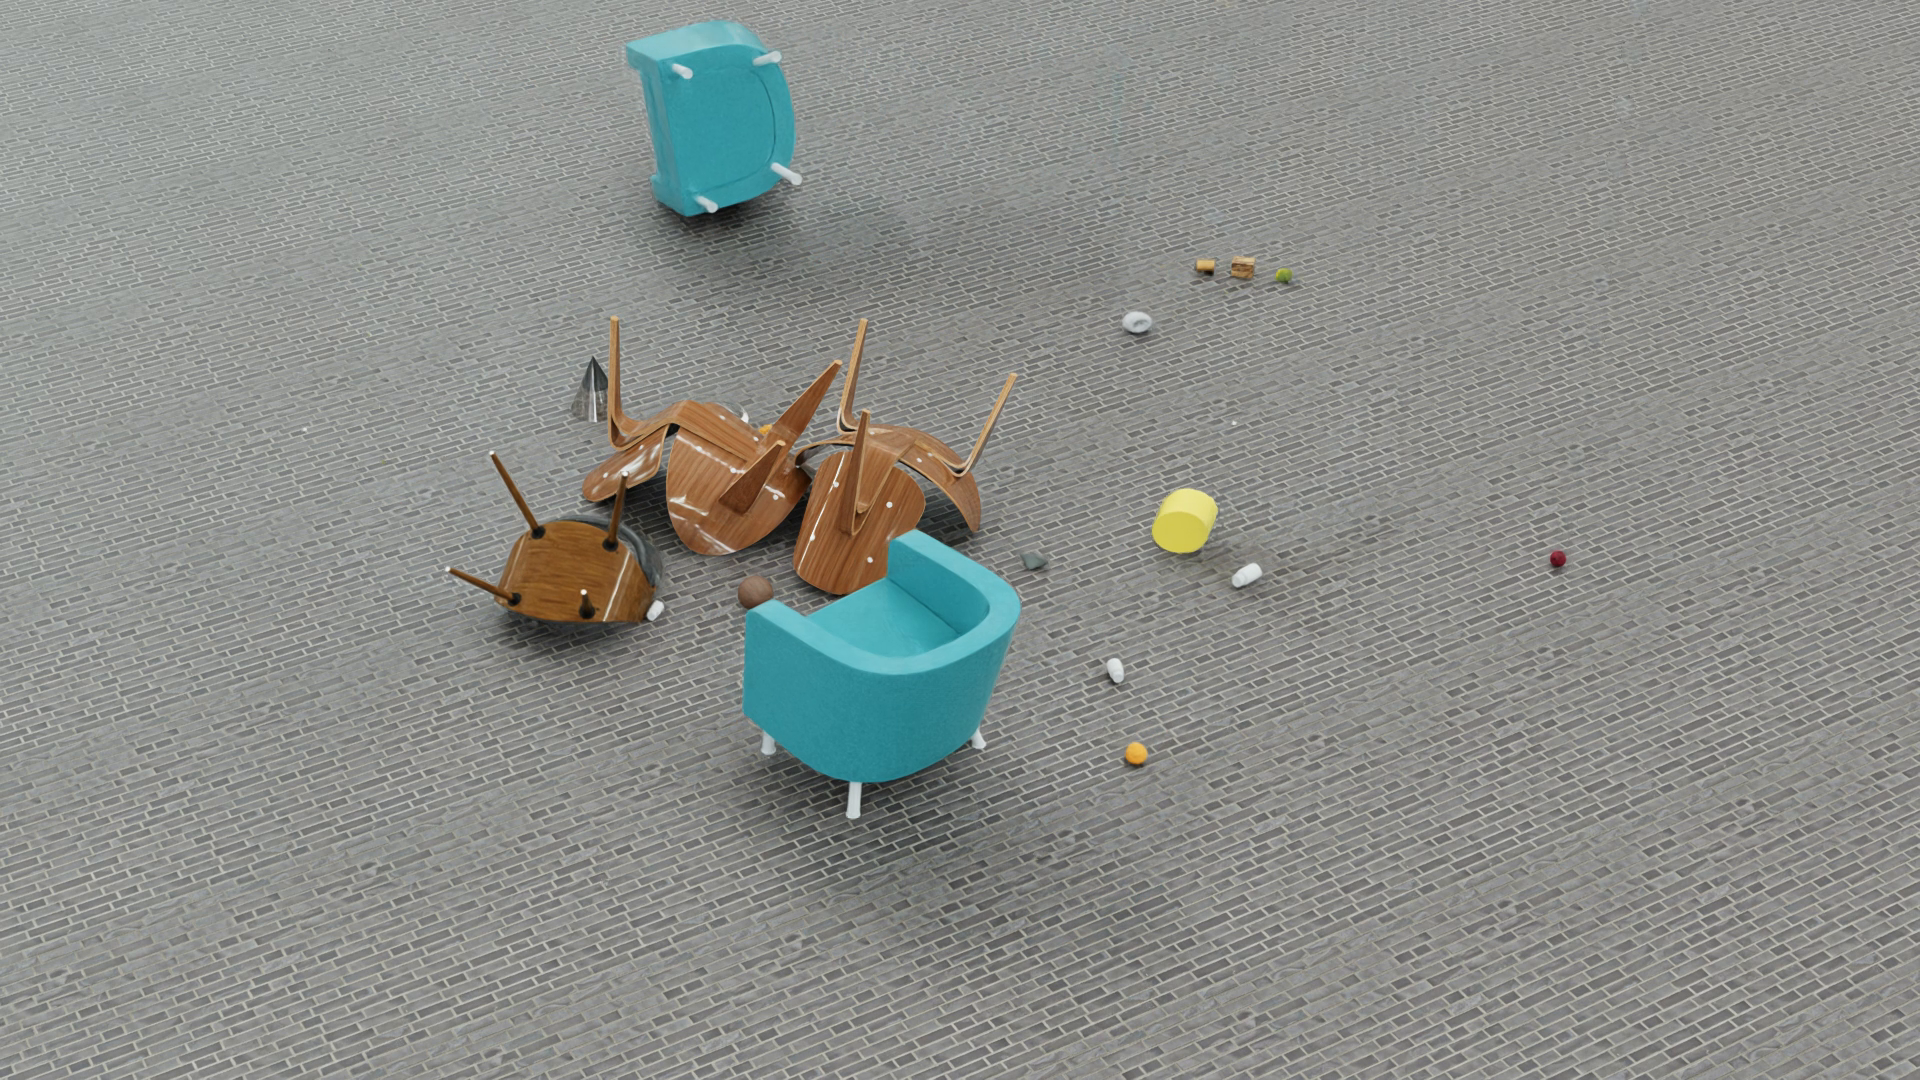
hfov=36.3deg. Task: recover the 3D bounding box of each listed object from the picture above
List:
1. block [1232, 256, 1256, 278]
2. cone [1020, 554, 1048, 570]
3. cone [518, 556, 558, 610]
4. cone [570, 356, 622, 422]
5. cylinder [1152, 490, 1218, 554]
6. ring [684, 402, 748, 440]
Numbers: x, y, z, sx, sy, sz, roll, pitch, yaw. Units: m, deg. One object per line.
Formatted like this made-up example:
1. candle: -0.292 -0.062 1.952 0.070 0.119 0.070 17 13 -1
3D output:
1. block: 1.225 -1.180 12.676 0.092 0.064 0.063 8 34 13
2. cone: 0.263 0.090 10.784 0.121 0.062 0.050 14 68 27
3. cone: -1.531 0.134 10.573 0.157 0.185 0.133 22 39 30
4. cone: -1.457 -0.636 11.696 0.206 0.235 0.250 4 34 6
5. cylinder: 0.835 -0.070 10.881 0.213 0.181 0.160 -10 28 25
6. ring: -0.965 -0.476 11.621 0.256 0.051 0.250 -24 41 -31
